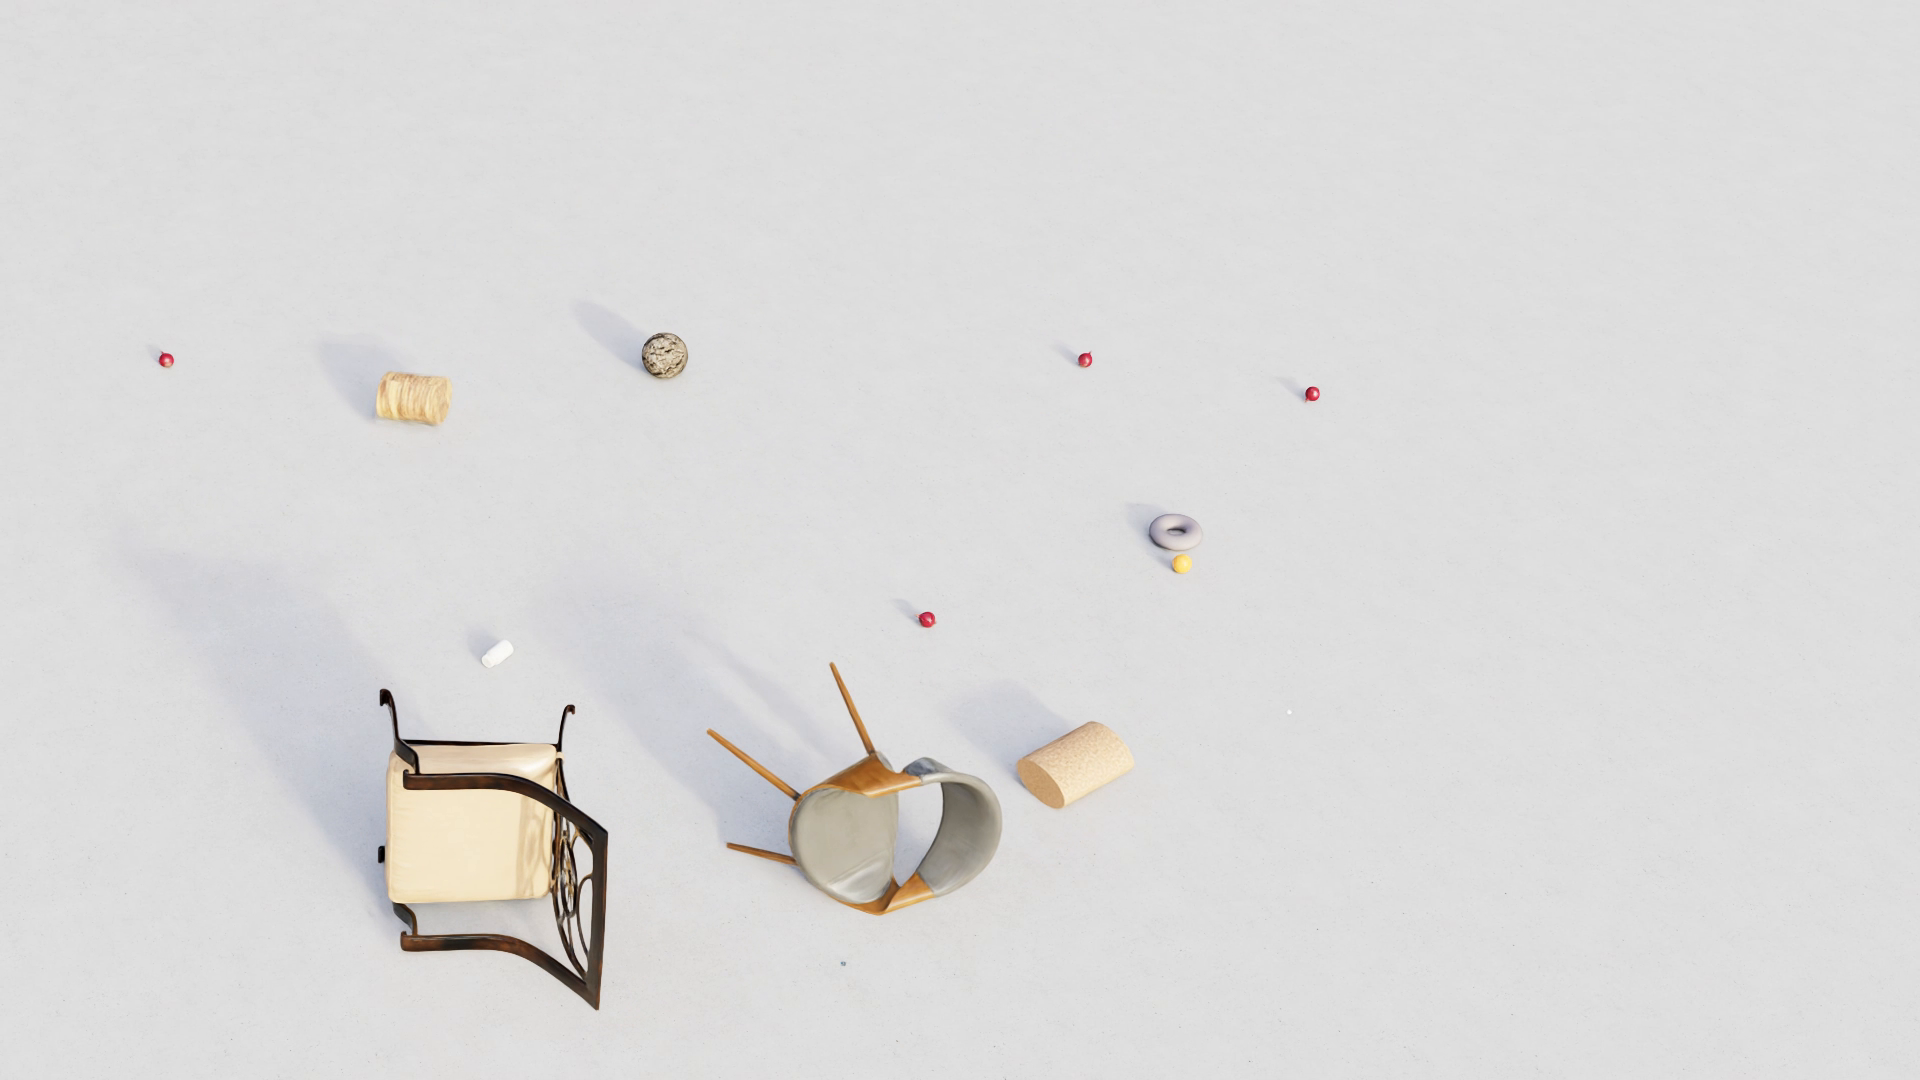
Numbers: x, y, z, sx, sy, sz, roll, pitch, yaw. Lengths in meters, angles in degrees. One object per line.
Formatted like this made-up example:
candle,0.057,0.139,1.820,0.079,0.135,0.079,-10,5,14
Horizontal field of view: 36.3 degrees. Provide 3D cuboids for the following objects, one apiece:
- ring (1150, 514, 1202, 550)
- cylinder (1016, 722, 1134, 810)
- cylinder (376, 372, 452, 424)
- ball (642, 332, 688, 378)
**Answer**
ring,0.805,-0.029,10.941,0.196,0.055,0.223,-11,35,-15
cylinder,0.382,0.742,9.688,0.312,0.141,0.235,-25,47,-33
cylinder,-2.169,-0.563,11.647,0.245,0.164,0.207,6,46,9
ball,-1.199,-0.750,11.910,0.189,0.189,0.189,0,33,0
